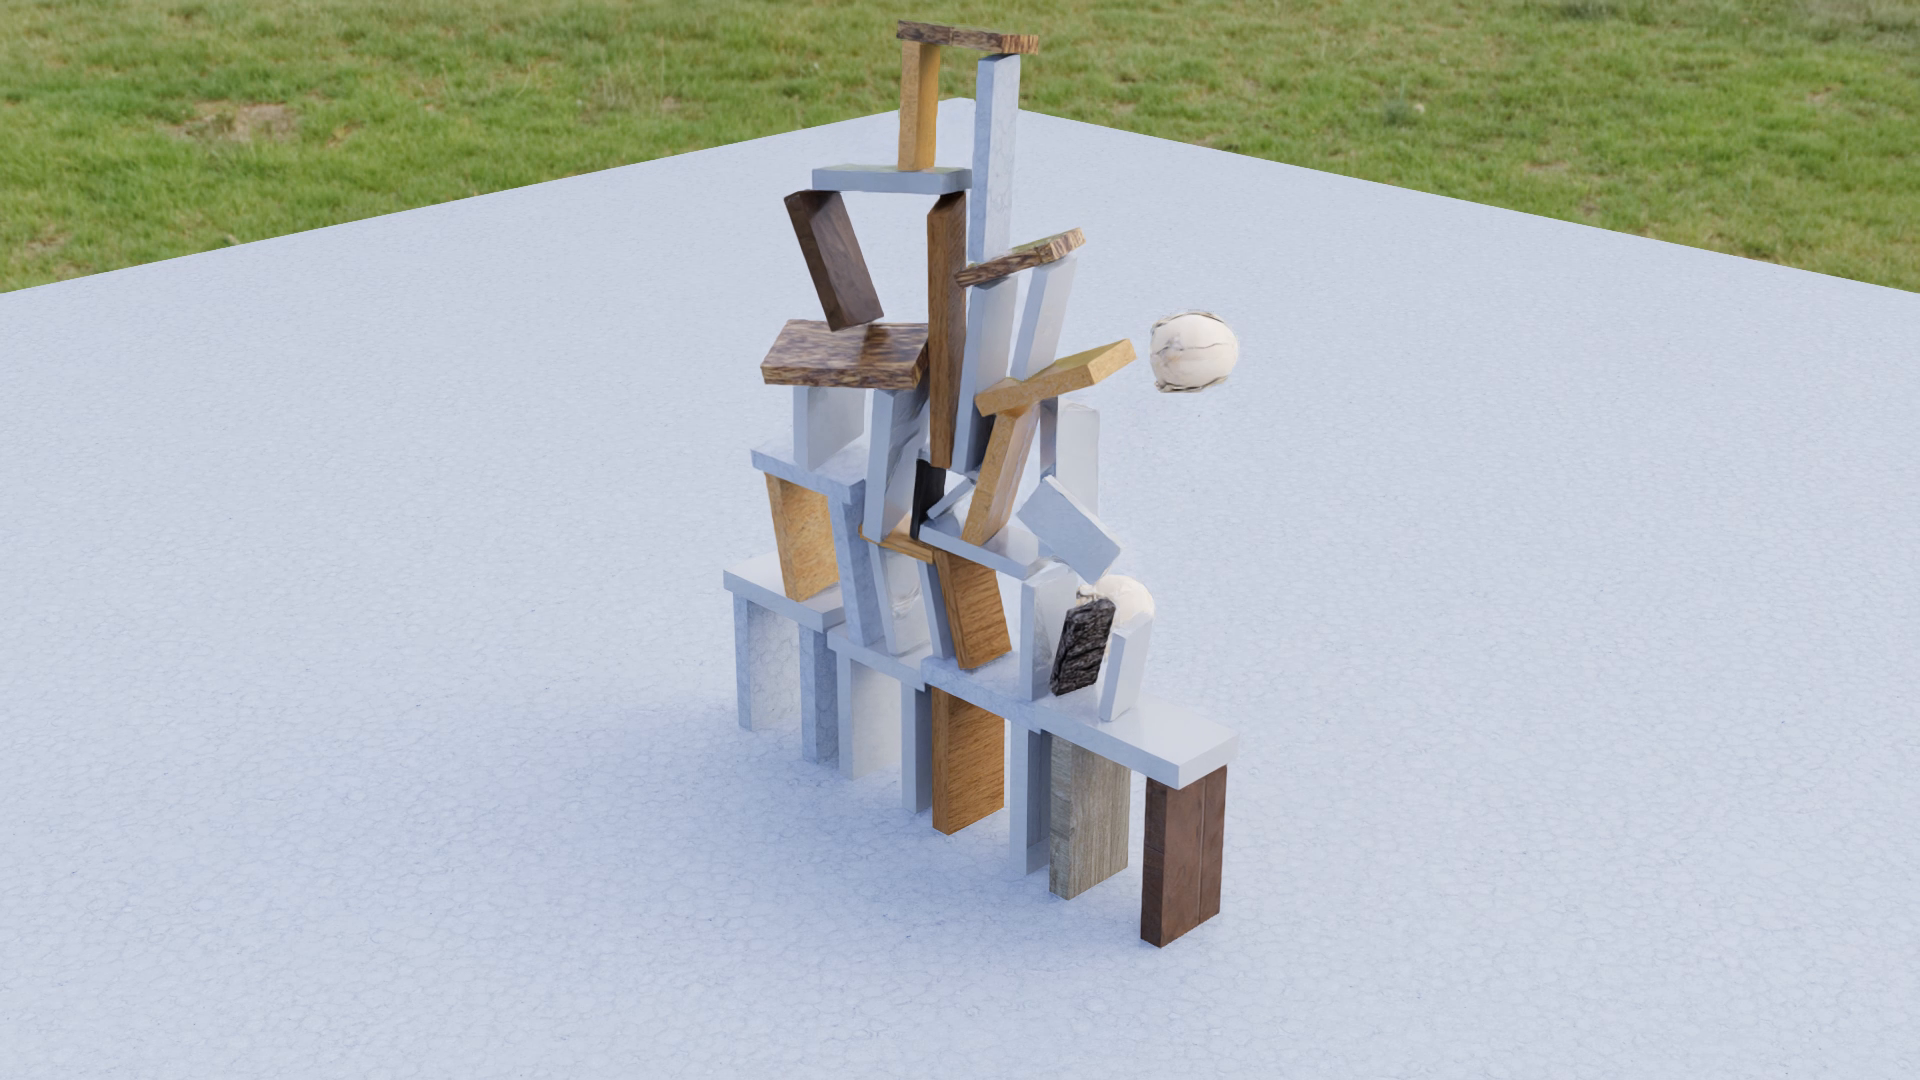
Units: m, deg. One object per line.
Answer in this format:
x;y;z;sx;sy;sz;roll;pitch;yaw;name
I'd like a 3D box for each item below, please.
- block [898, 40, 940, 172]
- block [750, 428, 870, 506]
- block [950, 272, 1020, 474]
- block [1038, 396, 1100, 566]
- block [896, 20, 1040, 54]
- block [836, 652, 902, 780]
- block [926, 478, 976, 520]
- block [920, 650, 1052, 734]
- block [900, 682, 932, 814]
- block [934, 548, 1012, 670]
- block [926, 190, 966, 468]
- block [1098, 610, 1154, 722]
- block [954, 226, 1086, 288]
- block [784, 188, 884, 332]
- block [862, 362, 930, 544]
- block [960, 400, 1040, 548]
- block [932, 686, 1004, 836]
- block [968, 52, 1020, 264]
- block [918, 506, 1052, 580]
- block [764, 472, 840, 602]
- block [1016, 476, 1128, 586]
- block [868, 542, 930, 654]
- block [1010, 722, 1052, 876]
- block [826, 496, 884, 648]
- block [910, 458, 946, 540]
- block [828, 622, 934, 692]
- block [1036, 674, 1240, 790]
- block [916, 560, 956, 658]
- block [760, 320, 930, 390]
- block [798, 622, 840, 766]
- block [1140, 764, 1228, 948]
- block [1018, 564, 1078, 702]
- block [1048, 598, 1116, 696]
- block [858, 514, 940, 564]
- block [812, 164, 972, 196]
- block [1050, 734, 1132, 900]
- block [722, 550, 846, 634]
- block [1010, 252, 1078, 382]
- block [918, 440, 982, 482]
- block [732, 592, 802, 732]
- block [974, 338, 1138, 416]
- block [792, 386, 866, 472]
-0.072;-0.769;3.888;0.031;0.222;0.111;8;16;17;block
-0.264;-0.154;4.373;0.293;0.042;0.147;21;39;41;block
0.045;-0.307;4.031;0.031;0.375;0.108;24;35;26;block
0.203;-0.106;4.095;0.039;0.301;0.138;-7;-14;37;block
0.013;-0.875;3.823;0.222;0.031;0.111;16;19;32;block
-0.187;0.345;4.582;0.040;0.285;0.143;21;31;41;block
0.000;-0.089;4.186;0.068;0.019;0.136;-28;-8;-48;block
0.092;0.275;4.239;0.319;0.045;0.159;21;31;40;block
-0.053;0.398;4.458;0.040;0.285;0.143;21;31;41;block
0.026;0.119;4.247;0.033;0.236;0.118;-1;15;45;block
-0.022;-0.381;4.014;0.036;0.501;0.128;8;32;13;block
0.299;0.228;3.967;0.027;0.189;0.094;27;38;27;block
0.105;-0.499;3.890;0.216;0.031;0.108;-12;15;38;block
-0.227;-0.511;3.983;0.036;0.256;0.128;-18;3;33;block
-0.117;-0.178;4.151;0.042;0.401;0.147;27;51;17;block
0.080;-0.135;4.118;0.039;0.275;0.138;25;29;15;block
0.017;0.413;4.378;0.045;0.319;0.159;21;31;41;block
0.059;-0.672;3.857;0.031;0.354;0.111;13;26;21;block
0.053;0.003;4.193;0.236;0.033;0.118;21;31;23;block
-0.311;-0.035;4.517;0.042;0.293;0.147;20;38;41;block
0.198;-0.016;3.904;0.189;0.095;0.027;43;30;11;block
-0.118;0.100;4.380;0.099;0.237;0.028;-24;22;-39;block
0.168;0.472;4.240;0.045;0.319;0.159;21;31;41;block
-0.178;0.036;4.401;0.042;0.330;0.147;17;35;39;block
-0.060;-0.089;4.221;0.019;0.178;0.068;29;38;32;block
-0.120;0.222;4.456;0.143;0.040;0.285;-21;31;-41;block
0.321;0.345;4.008;0.343;0.049;0.171;21;31;41;block
-0.020;0.120;4.285;0.099;0.199;0.028;-21;18;-36;block
-0.201;-0.340;4.023;0.294;0.042;0.147;4;42;20;block
-0.262;0.301;4.644;0.045;0.318;0.159;21;31;41;block
0.409;0.556;4.010;0.049;0.343;0.171;21;31;41;block
0.165;0.174;4.117;0.033;0.236;0.118;22;32;40;block
0.225;0.197;4.051;0.095;0.189;0.027;-16;45;-32;block
-0.092;-0.008;4.295;0.199;0.028;0.099;19;33;39;block
-0.122;-0.645;3.931;0.256;0.036;0.128;7;16;25;block
0.248;0.493;4.159;0.171;0.343;0.049;-21;31;-41;block
-0.337;0.105;4.642;0.318;0.045;0.159;21;31;41;block
0.148;-0.397;3.903;0.031;0.216;0.108;26;34;21;block
-0.003;-0.154;4.150;0.136;0.019;0.068;22;35;20;block
-0.412;0.243;4.782;0.045;0.318;0.159;21;31;41;block
0.170;-0.291;3.956;0.275;0.039;0.138;-13;14;43;block
-0.250;-0.268;4.215;0.147;0.294;0.042;-36;65;-25;block
